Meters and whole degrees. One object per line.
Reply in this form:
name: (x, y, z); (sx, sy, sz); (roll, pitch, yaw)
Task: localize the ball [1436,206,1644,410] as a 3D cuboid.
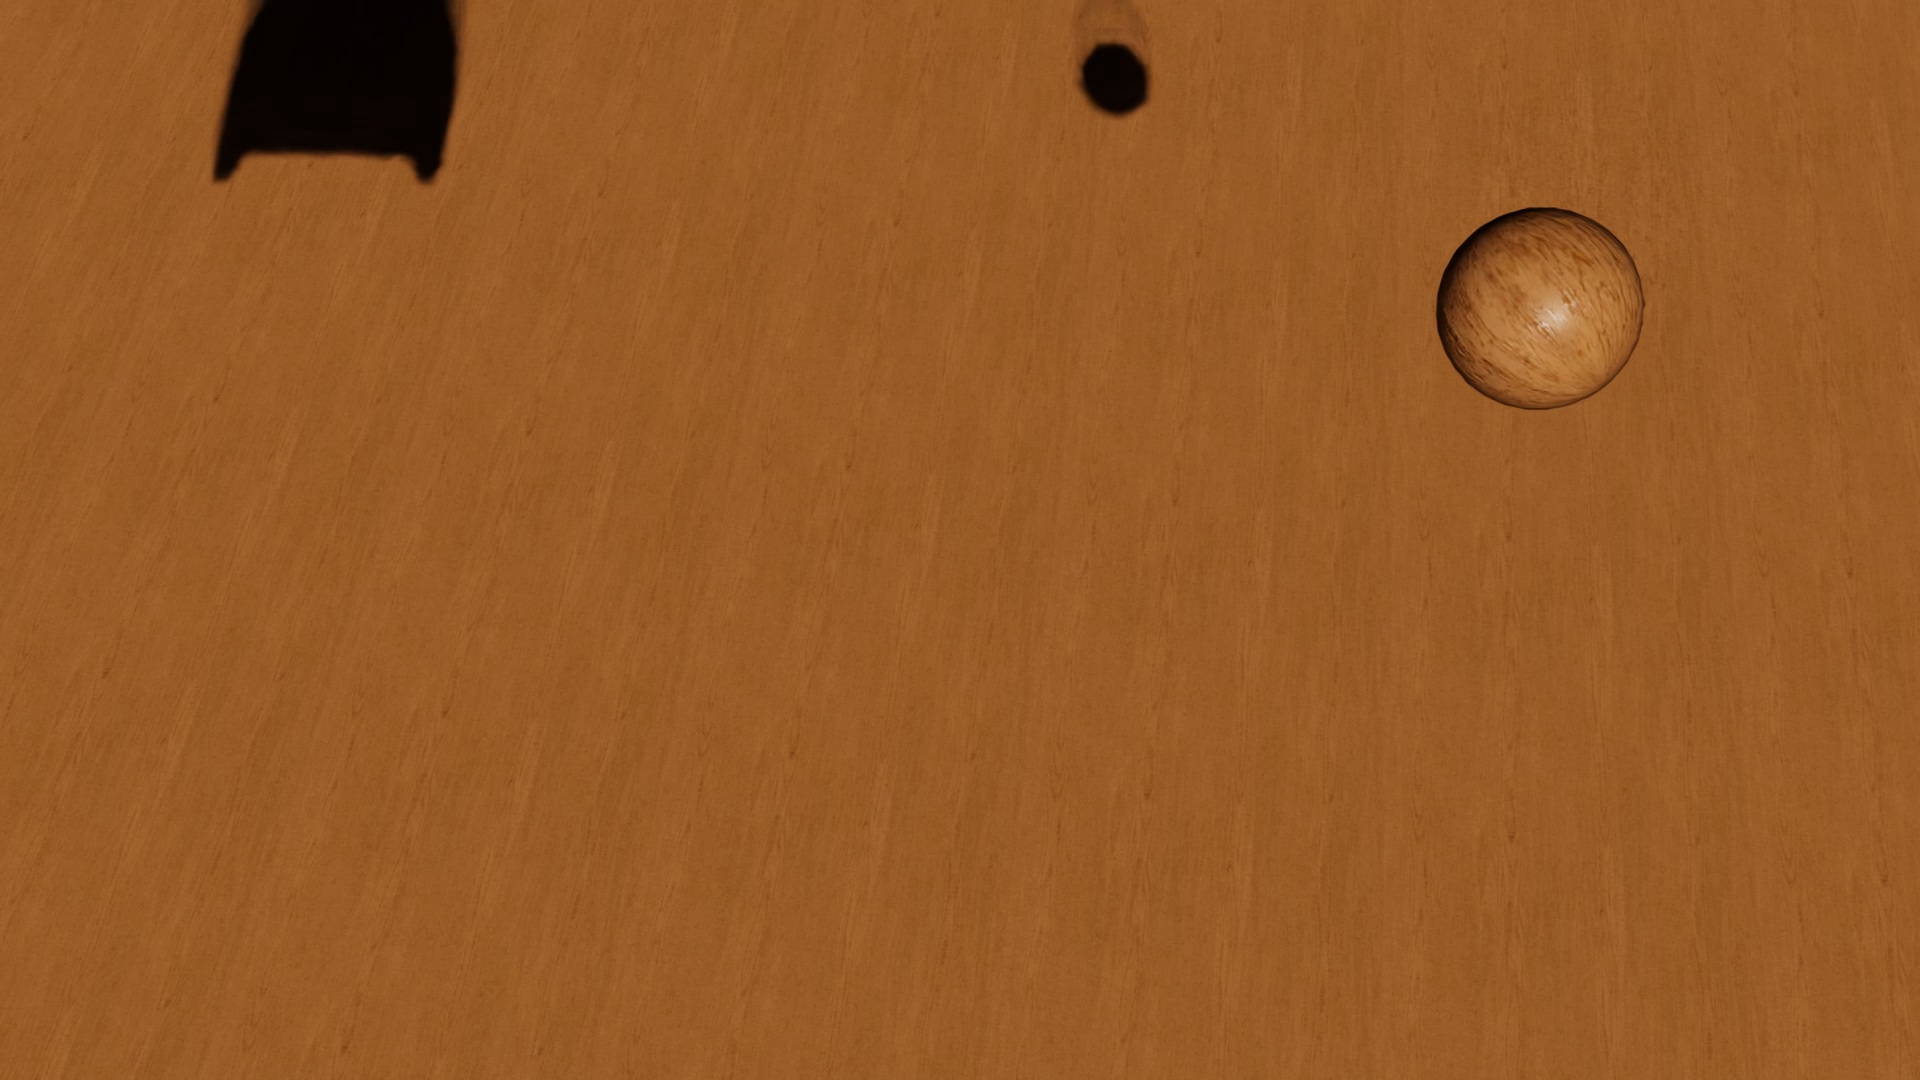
ball: (0.714, -0.285, 2.712); (0.249, 0.249, 0.249); (0, 56, 0)
